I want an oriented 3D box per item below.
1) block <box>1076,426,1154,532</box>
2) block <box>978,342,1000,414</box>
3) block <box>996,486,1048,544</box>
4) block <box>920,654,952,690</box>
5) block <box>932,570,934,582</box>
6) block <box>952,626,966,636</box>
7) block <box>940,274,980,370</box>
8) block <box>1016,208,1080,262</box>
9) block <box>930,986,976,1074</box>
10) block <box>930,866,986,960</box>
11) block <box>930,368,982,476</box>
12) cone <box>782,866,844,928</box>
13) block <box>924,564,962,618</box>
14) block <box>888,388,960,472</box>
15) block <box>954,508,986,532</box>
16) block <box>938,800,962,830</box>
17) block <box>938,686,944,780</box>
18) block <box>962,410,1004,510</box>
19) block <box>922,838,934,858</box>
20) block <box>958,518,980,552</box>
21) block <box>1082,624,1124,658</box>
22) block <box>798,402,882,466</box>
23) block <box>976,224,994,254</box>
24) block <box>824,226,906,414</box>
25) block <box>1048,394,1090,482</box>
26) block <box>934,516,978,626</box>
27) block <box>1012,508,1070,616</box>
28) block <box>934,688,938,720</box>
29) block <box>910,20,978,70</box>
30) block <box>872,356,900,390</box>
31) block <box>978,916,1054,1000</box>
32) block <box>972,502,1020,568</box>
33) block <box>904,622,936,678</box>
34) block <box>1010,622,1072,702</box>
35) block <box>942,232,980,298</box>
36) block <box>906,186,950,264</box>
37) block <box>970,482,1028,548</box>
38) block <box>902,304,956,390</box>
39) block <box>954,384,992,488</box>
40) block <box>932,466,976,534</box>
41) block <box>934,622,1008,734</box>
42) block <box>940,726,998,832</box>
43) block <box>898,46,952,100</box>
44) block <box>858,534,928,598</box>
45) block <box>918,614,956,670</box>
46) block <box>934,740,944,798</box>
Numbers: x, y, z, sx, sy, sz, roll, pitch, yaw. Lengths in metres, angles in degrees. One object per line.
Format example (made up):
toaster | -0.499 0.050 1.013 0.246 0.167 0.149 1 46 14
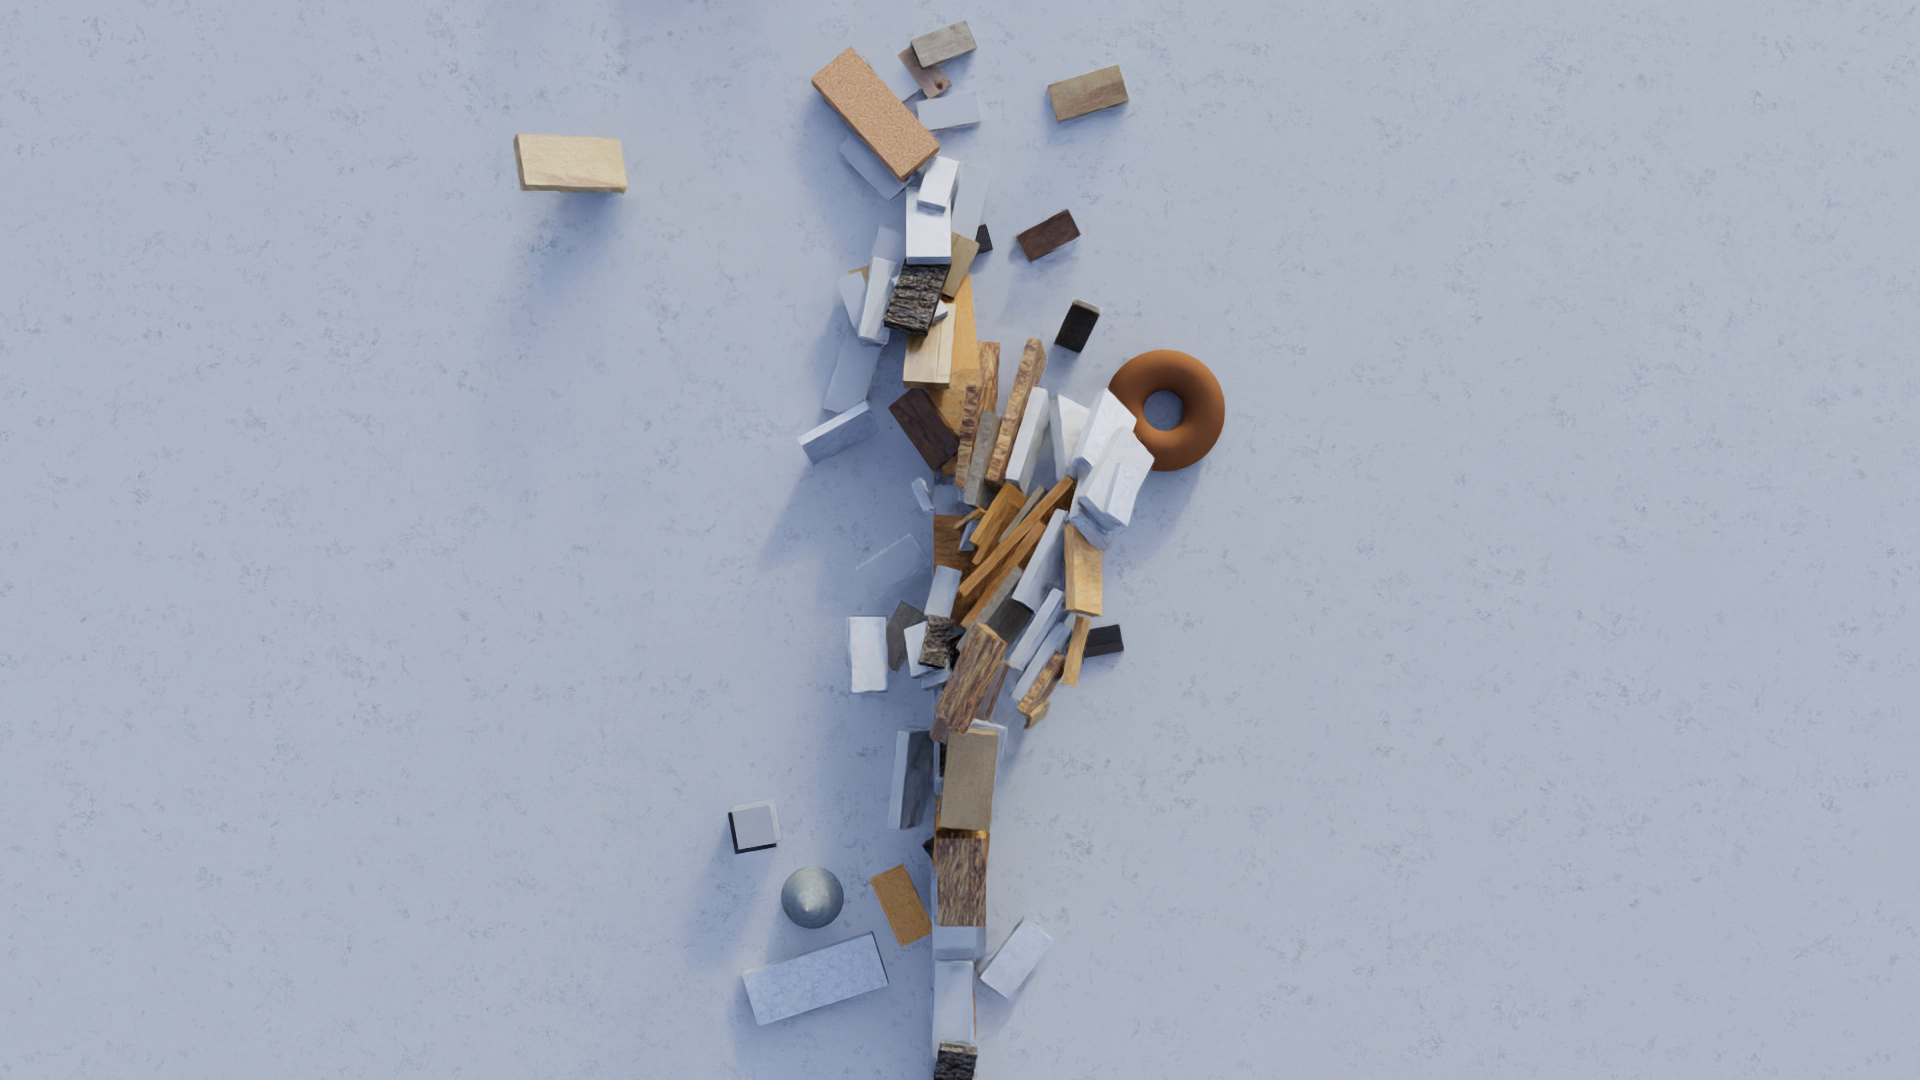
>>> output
block | 0.486 -0.192 5.131 0.156 0.044 0.311 47 54 -22
block | 0.040 -0.490 5.446 0.167 0.047 0.333 3 80 1
block | 0.222 -0.050 5.260 0.227 0.032 0.113 -53 134 -9
block | -0.084 0.372 5.246 0.098 0.028 0.195 -21 62 25
block | 0.001 0.037 5.419 0.178 0.050 0.356 0 72 0
block | 0.011 0.373 5.353 0.137 0.039 0.274 0 88 0
block | -0.032 -0.703 5.438 0.167 0.047 0.333 -6 77 1
block | 0.294 -1.012 5.486 0.193 0.027 0.096 -29 90 0
block | -0.022 1.616 5.441 0.140 0.040 0.280 -3 90 0
block | -0.003 1.221 5.389 0.178 0.050 0.356 -1 120 0
block | 0.002 -0.384 5.366 0.167 0.047 0.333 -8 94 2
cone | -0.492 1.192 5.395 0.209 0.209 0.209 0 90 0
block | -0.054 0.169 5.281 0.083 0.023 0.166 15 86 1
block | -0.108 -0.364 5.337 0.127 0.036 0.255 -38 83 20
block | 0.033 -0.063 5.265 0.107 0.054 0.015 -36 65 19
block | -0.003 0.943 5.239 0.137 0.039 0.274 0 119 0
block | 0.019 0.601 5.313 0.168 0.048 0.336 -1 95 0
block | 0.078 -0.251 5.264 0.042 0.149 0.299 11 87 16
block | -0.058 1.048 5.477 0.068 0.019 0.136 -35 95 12
block | 0.035 -0.015 5.263 0.015 0.054 0.107 38 115 42
block | 0.448 0.340 5.487 0.181 0.026 0.090 -10 90 0
block | -0.397 -0.350 5.437 0.255 0.127 0.036 -29 58 0
block | 0.015 -0.985 5.488 0.173 0.024 0.086 -16 90 0
block | -0.299 -0.722 5.482 0.127 0.036 0.635 17 90 0
block | 0.379 -0.302 5.346 0.166 0.047 0.333 22 48 -32
block | 0.004 0.100 5.323 0.178 0.050 0.356 0 86 0
block | 0.289 0.078 5.146 0.045 0.158 0.317 19 77 43
block | -0.003 0.442 5.434 0.168 0.048 0.336 -1 75 0
block | -0.054 -1.641 5.468 0.200 0.028 0.100 -23 88 -9
block | -0.244 -0.555 5.493 0.052 0.015 0.104 30 90 0
block | 0.186 1.389 5.481 0.122 0.035 0.245 37 91 -4
block | 0.132 0.003 5.255 0.032 0.113 0.227 20 76 43
block | -0.126 0.350 5.249 0.083 0.023 0.166 -22 62 24
block | 0.262 0.391 5.139 0.038 0.135 0.270 31 86 23
block | -0.022 -0.904 5.427 0.099 0.028 0.198 26 89 7
block | -0.103 -1.034 5.414 0.144 0.041 0.288 -1 62 -1
block | 0.126 -0.061 5.273 0.032 0.113 0.227 20 73 43
block | -0.097 -0.631 5.347 0.149 0.042 0.299 3 65 3
block | 0.043 -0.328 5.268 0.042 0.149 0.324 9 94 17
block | 0.001 -0.184 5.429 0.178 0.050 0.356 0 75 0
block | 0.032 0.418 5.005 0.043 0.153 0.306 20 100 -30
block | 0.028 0.736 5.073 0.153 0.043 0.307 6 100 -1
block | -0.119 -1.562 5.487 0.091 0.026 0.183 -36 90 0
block | -0.223 0.086 5.485 0.214 0.030 0.107 -33 90 0
block | -0.072 0.322 5.215 0.083 0.023 0.166 12 64 3
block | -0.002 0.673 5.415 0.168 0.048 0.336 -1 68 0
